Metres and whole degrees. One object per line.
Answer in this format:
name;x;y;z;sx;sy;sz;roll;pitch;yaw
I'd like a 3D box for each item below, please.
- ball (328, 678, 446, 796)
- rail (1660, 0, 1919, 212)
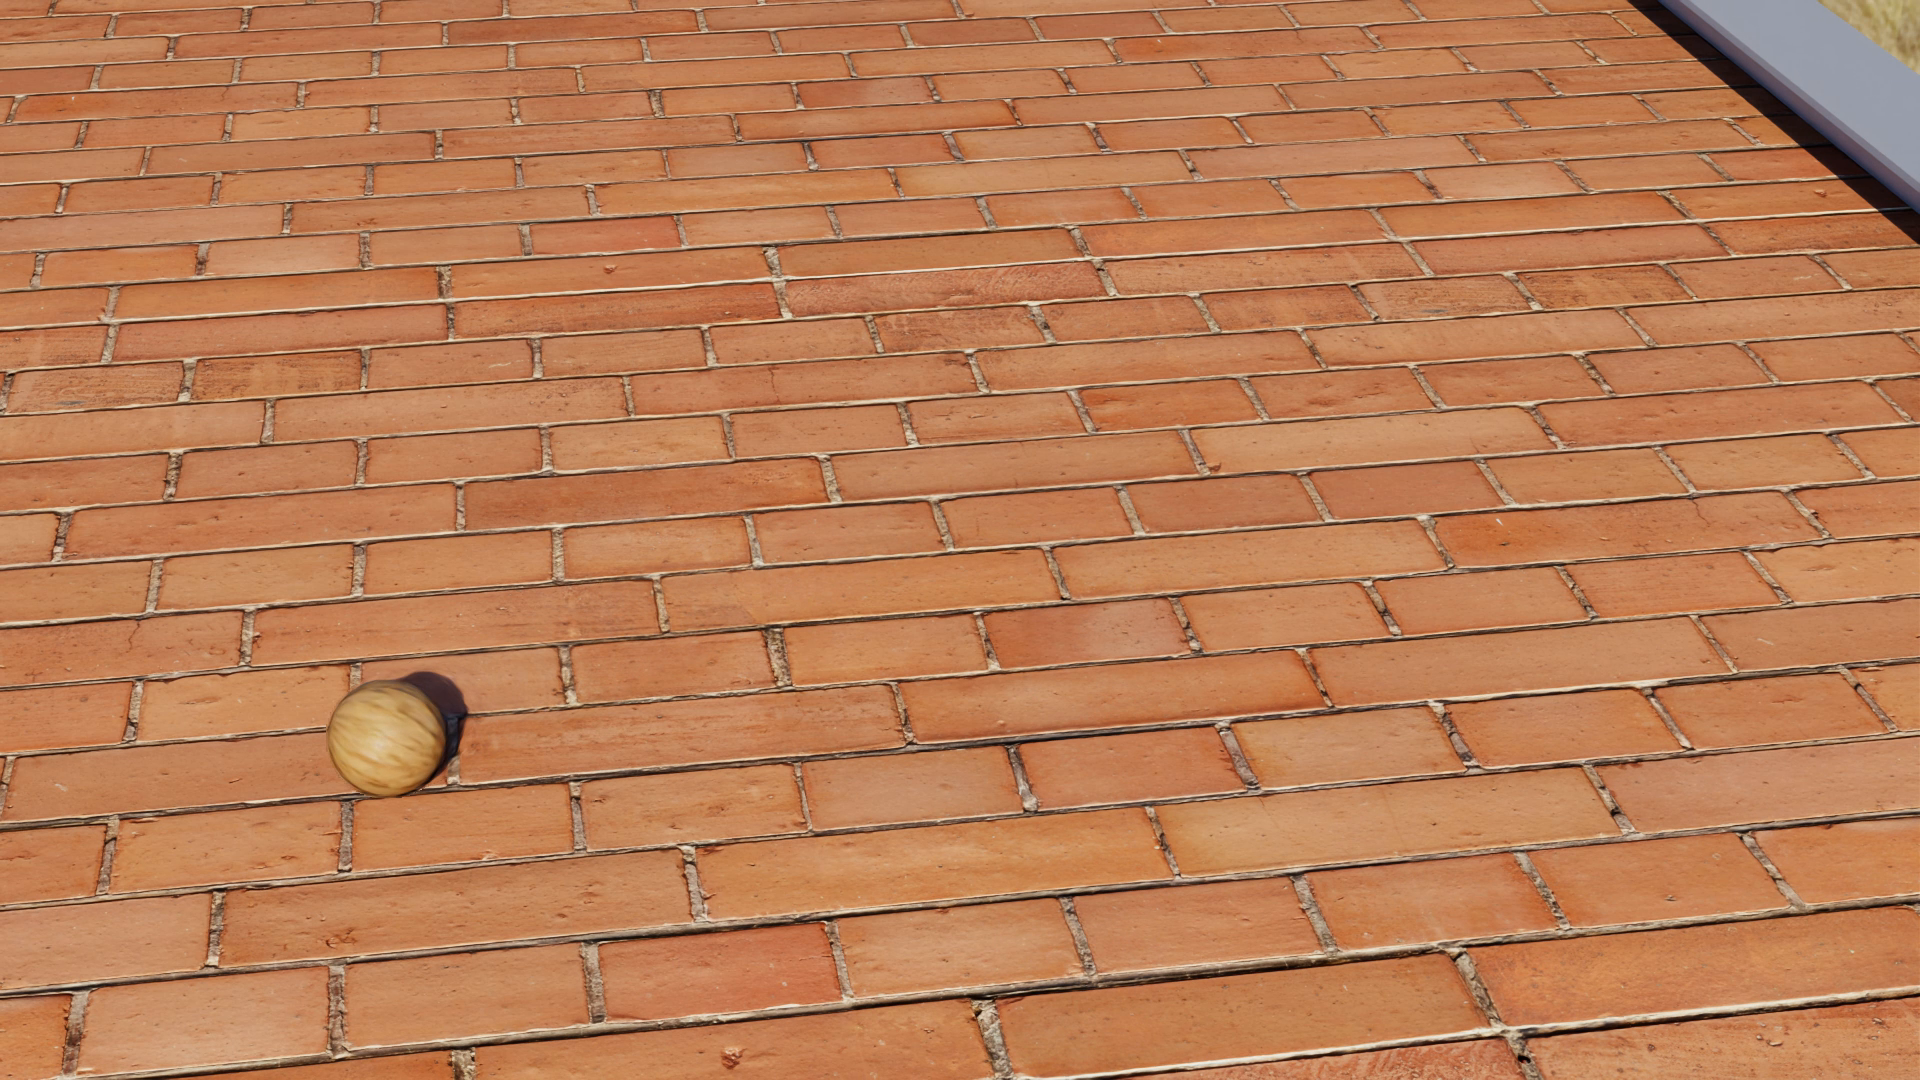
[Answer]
ball;-0.315;0.109;1.620;0.065;0.065;0.065;0;28;0
rail;0.705;-0.468;2.666;0.045;0.105;3.345;-4;28;-8
